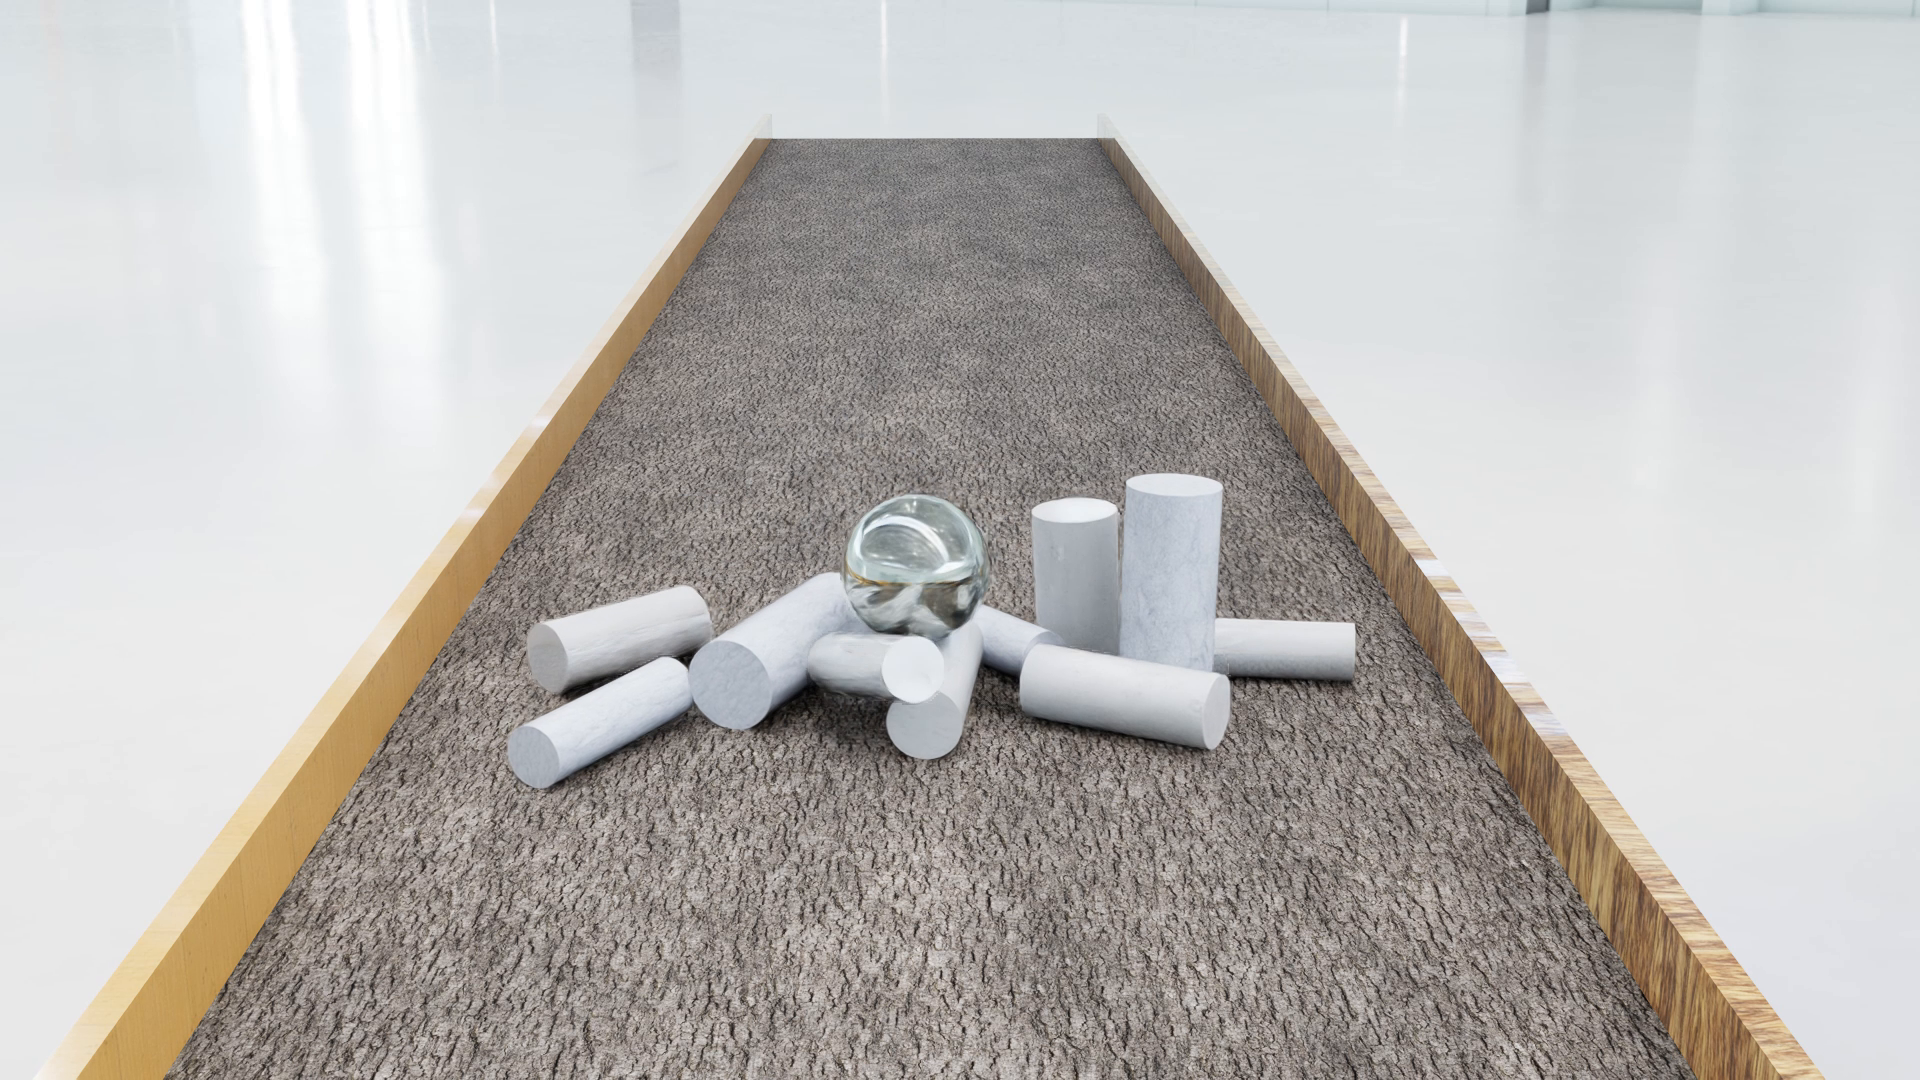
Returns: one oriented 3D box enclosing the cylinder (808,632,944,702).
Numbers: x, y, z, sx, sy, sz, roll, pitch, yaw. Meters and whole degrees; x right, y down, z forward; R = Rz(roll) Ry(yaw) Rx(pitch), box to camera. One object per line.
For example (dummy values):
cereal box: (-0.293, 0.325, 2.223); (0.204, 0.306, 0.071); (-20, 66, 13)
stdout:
cylinder: (-0.156, 0.225, 3.940); (0.113, 0.113, 0.429); (-7, 1, -21)

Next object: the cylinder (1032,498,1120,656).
cylinder: (0.232, 0.092, 4.351); (0.167, 0.315, 0.167); (-3, 17, 1)

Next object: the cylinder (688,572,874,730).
cylinder: (-0.335, 0.208, 4.224); (0.174, 0.174, 0.446); (7, 18, 22)

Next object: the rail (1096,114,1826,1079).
rail: (0.932, -0.844, 7.801); (0.050, 0.150, 12.000); (0, 17, -1)

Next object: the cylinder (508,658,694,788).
cylinder: (-0.636, 0.323, 3.941); (0.114, 0.114, 0.400); (9, 19, 27)

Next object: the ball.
ball: (-0.082, 0.054, 4.100); (0.278, 0.278, 0.278); (0, 17, 0)

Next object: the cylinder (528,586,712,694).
cylinder: (-0.668, 0.194, 4.333); (0.342, 0.138, 0.138); (-16, 23, -42)

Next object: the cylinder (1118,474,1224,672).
cylinder: (0.394, 0.099, 4.148); (0.180, 0.418, 0.180); (1, 15, 0)

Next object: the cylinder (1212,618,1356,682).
cylinder: (0.593, 0.213, 4.310); (0.351, 0.114, 0.114); (2, 17, 6)

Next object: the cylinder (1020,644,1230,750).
cylinder: (0.301, 0.285, 4.029); (0.362, 0.137, 0.137); (8, 19, 26)

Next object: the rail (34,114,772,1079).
rail: (-1.118, -0.838, 7.780); (0.050, 0.150, 12.000); (0, 17, -1)

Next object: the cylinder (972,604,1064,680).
cylinder: (0.046, 0.188, 4.397); (0.112, 0.112, 0.375); (-13, 21, -36)

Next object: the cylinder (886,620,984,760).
cylinder: (-0.041, 0.264, 4.102); (0.136, 0.136, 0.435); (2, 17, 5)
